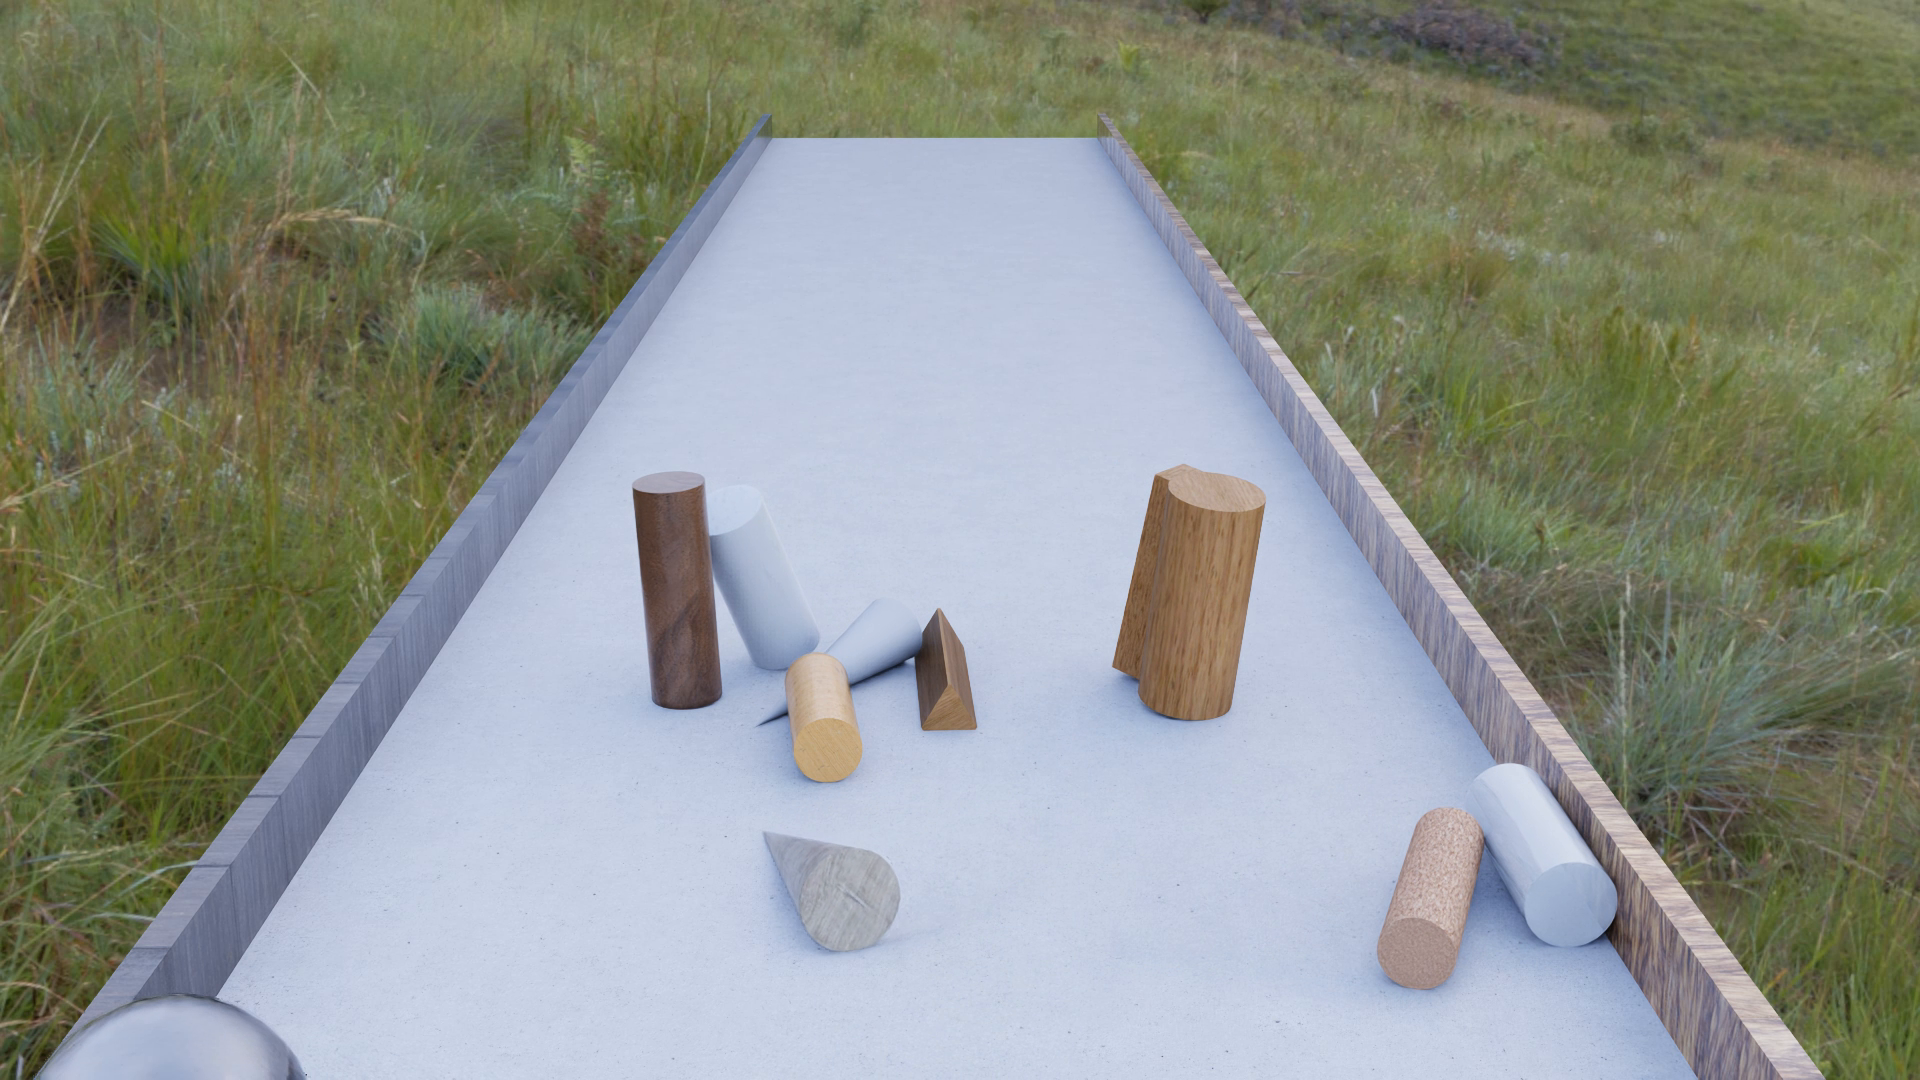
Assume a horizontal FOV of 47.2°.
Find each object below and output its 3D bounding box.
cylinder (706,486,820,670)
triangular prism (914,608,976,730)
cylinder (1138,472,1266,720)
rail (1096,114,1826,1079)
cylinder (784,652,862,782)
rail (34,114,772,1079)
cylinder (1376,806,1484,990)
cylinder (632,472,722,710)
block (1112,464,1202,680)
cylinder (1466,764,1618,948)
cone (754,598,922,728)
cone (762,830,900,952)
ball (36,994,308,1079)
[{"bbox_3d":[-0.400,0.076,4.304,0.150,0.352,0.150,-13,37,10],"label":"cylinder"},{"bbox_3d":[-0.031,0.242,4.249,0.101,0.087,0.447,-1,17,-3],"label":"triangular prism"},{"bbox_3d":[0.447,0.105,4.085,0.179,0.426,0.179,5,24,-2],"label":"cylinder"},{"bbox_3d":[0.932,-0.844,7.801,0.050,0.150,12.000,0,17,-1],"label":"rail"},{"bbox_3d":[-0.248,0.315,3.956,0.119,0.119,0.340,-2,17,-7],"label":"cylinder"},{"bbox_3d":[-1.118,-0.838,7.780,0.050,0.150,12.000,0,17,-1],"label":"rail"},{"bbox_3d":[0.704,0.525,3.268,0.110,0.110,0.406,5,17,18],"label":"cylinder"},{"bbox_3d":[-0.531,0.095,4.142,0.135,0.429,0.135,-2,19,1],"label":"cylinder"},{"bbox_3d":[0.407,0.070,4.246,0.108,0.410,0.108,24,26,30],"label":"block"},{"bbox_3d":[0.888,0.478,3.381,0.136,0.136,0.374,0,17,-1],"label":"cylinder"},{"bbox_3d":[-0.257,0.263,4.224,0.137,0.137,0.452,11,28,33],"label":"cone"},{"bbox_3d":[-0.242,0.501,3.410,0.154,0.154,0.455,-6,8,-21],"label":"cone"},{"bbox_3d":[-0.877,0.665,2.438,0.315,0.315,0.315,0,17,0],"label":"ball"}]
